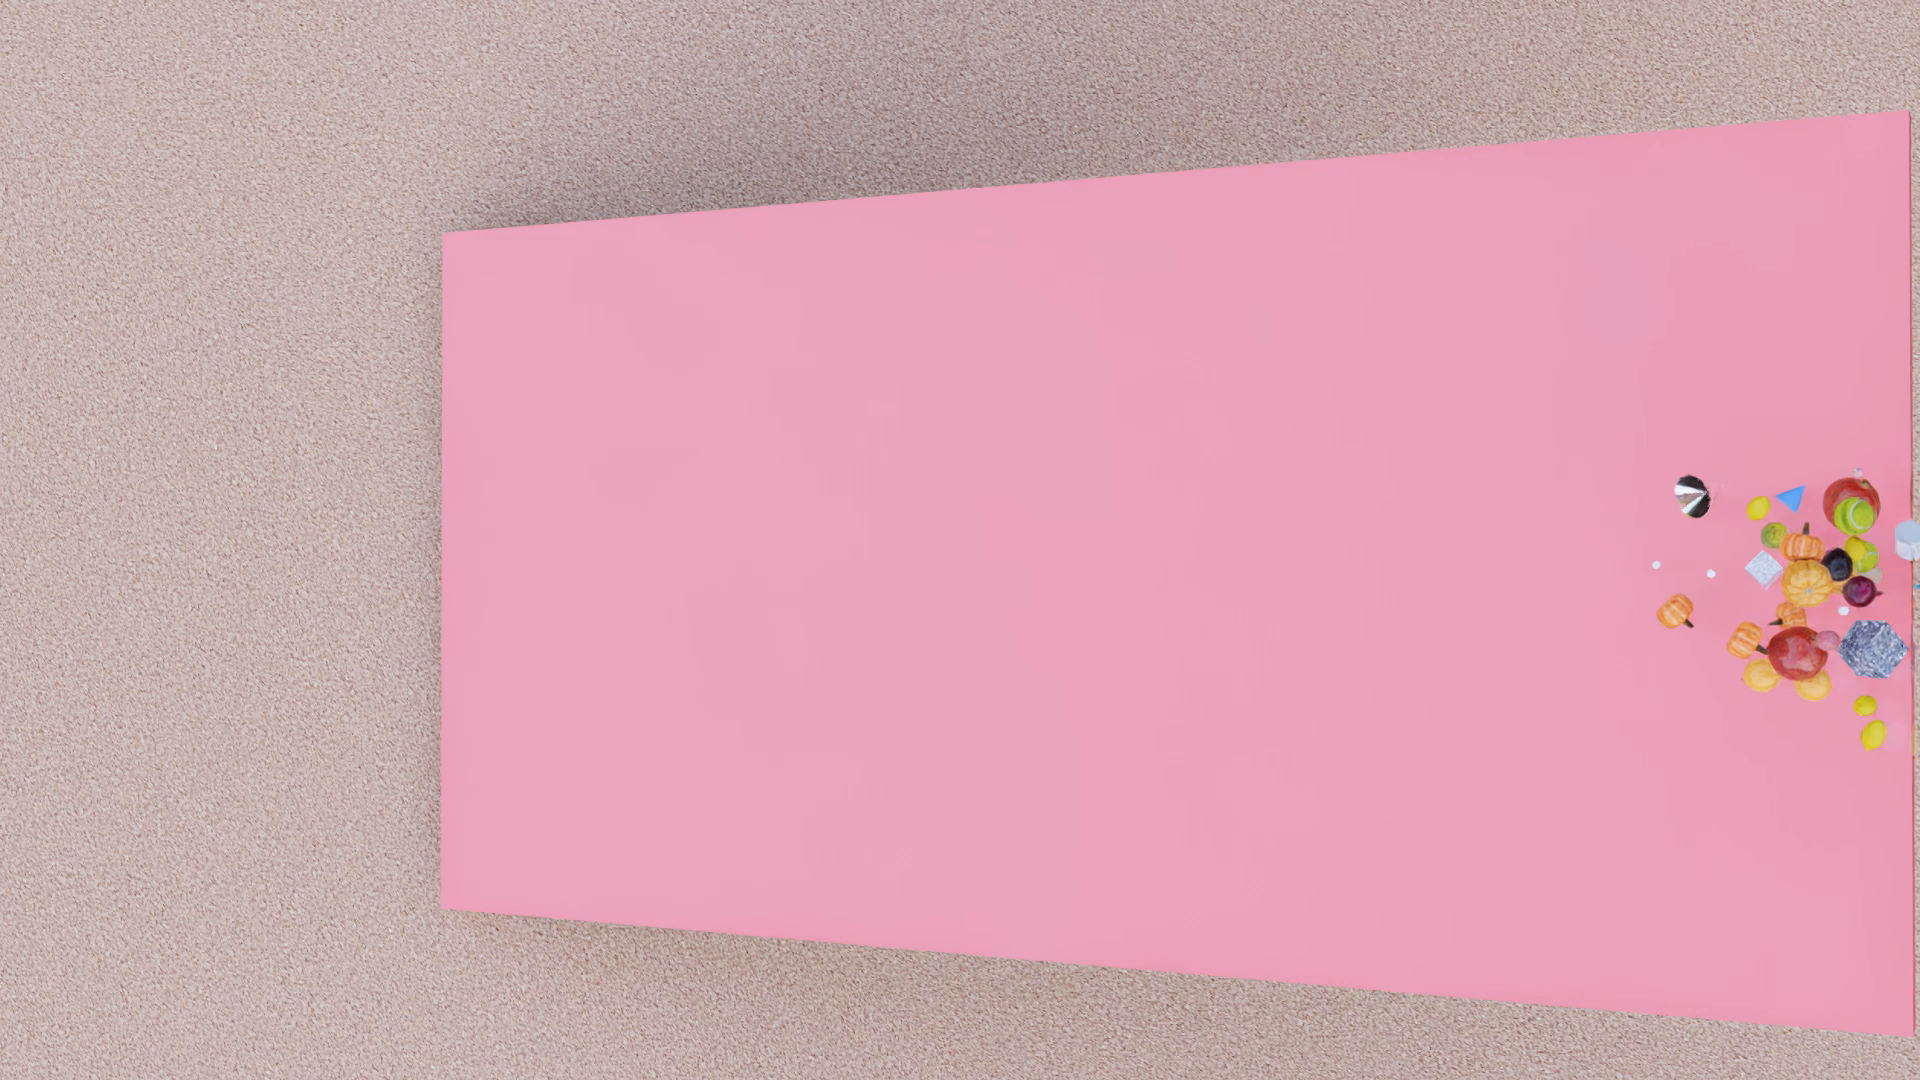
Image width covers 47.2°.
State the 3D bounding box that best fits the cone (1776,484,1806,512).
[{"bbox_3d":[1.735,-0.095,4.563,0.057,0.057,0.057,41,107,0],"label":"cone"}]

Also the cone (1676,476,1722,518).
[{"bbox_3d":[1.516,-0.099,4.459,0.089,0.089,0.089,-17,89,-27],"label":"cone"}]

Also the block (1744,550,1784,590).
[{"bbox_3d":[1.727,0.064,4.722,0.055,0.055,0.055,-46,63,9],"label":"block"}]

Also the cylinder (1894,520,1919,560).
[{"bbox_3d":[1.752,0.001,4.058,0.052,0.052,0.052,-12,51,16],"label":"cylinder"}]

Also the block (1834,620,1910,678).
[{"bbox_3d":[1.851,0.221,4.465,0.082,0.082,0.082,46,76,-13],"label":"block"}]

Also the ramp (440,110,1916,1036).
[{"bbox_3d":[0.280,0.080,5.674,4.000,0.100,2.000,0,89,26],"label":"ramp"}]

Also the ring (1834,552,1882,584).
[{"bbox_3d":[1.937,0.061,4.742,0.107,0.107,0.036,27,85,0],"label":"ring"}]
